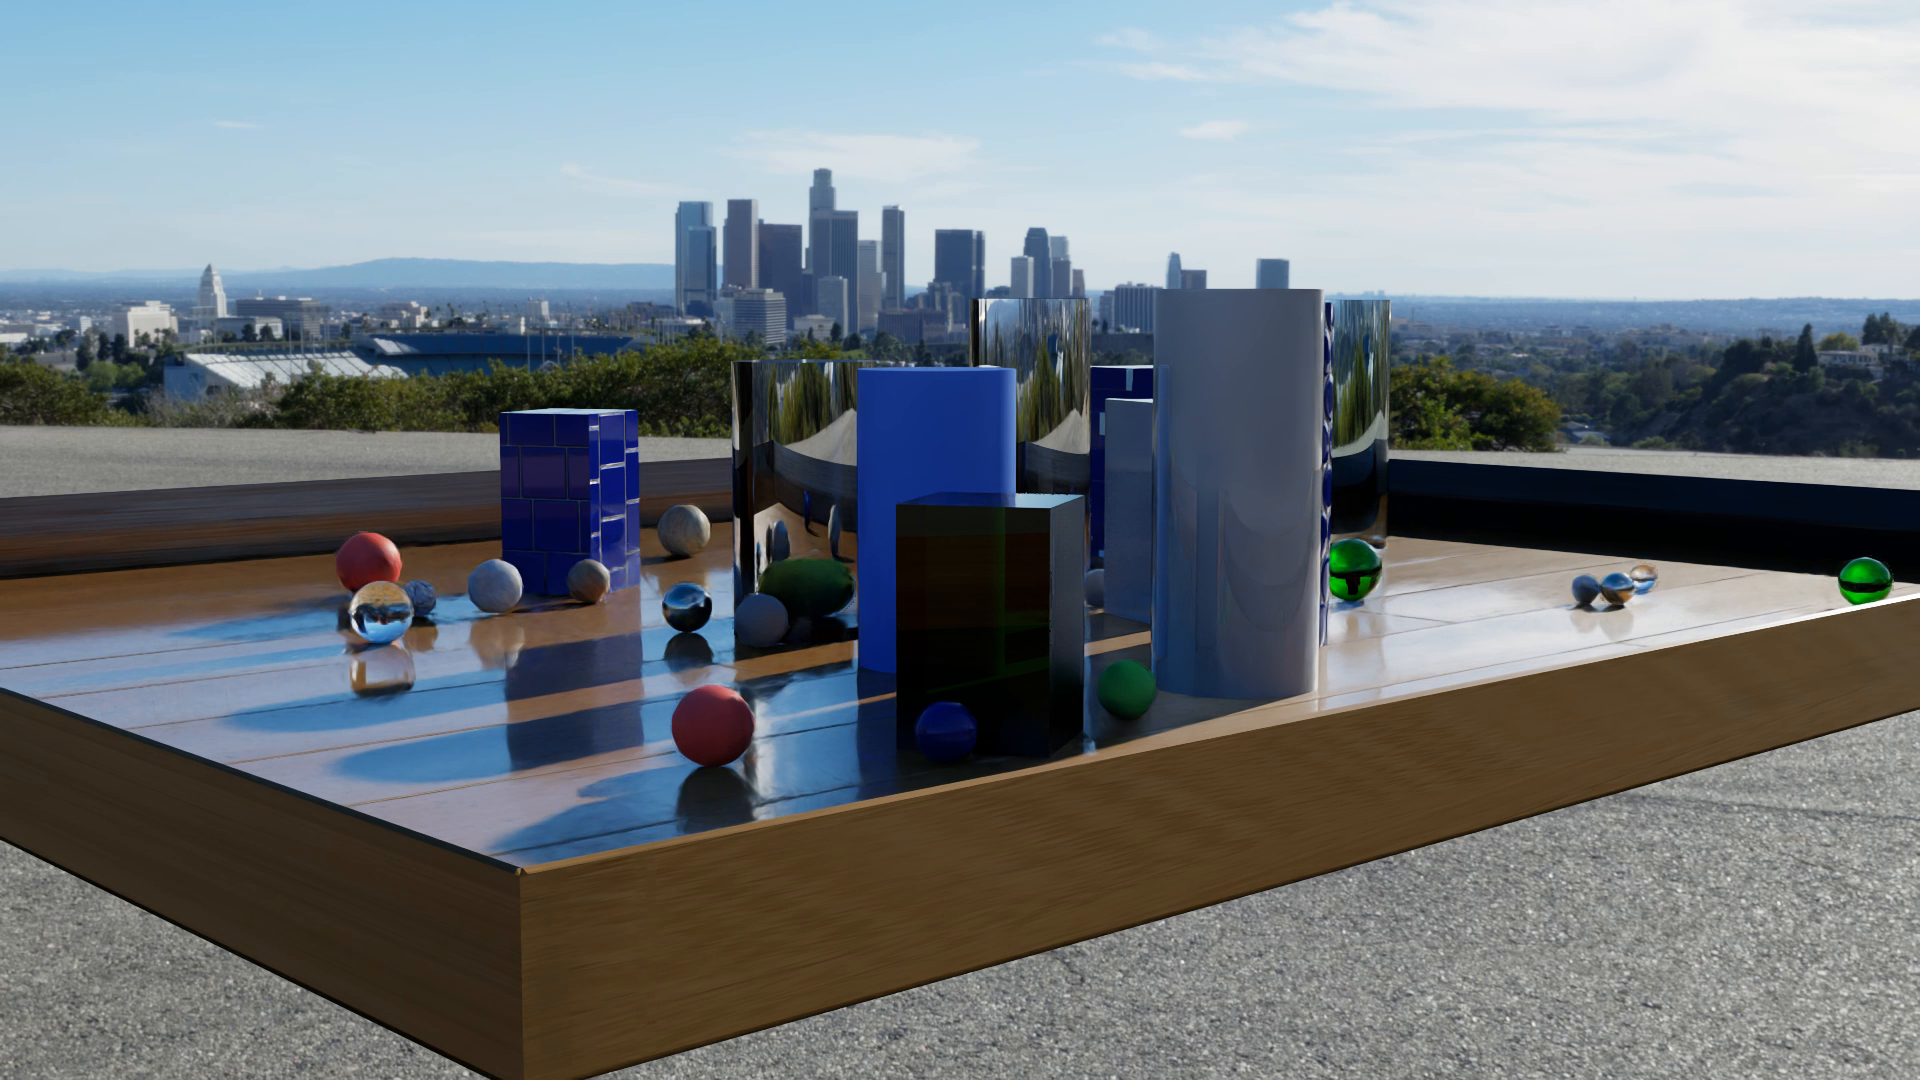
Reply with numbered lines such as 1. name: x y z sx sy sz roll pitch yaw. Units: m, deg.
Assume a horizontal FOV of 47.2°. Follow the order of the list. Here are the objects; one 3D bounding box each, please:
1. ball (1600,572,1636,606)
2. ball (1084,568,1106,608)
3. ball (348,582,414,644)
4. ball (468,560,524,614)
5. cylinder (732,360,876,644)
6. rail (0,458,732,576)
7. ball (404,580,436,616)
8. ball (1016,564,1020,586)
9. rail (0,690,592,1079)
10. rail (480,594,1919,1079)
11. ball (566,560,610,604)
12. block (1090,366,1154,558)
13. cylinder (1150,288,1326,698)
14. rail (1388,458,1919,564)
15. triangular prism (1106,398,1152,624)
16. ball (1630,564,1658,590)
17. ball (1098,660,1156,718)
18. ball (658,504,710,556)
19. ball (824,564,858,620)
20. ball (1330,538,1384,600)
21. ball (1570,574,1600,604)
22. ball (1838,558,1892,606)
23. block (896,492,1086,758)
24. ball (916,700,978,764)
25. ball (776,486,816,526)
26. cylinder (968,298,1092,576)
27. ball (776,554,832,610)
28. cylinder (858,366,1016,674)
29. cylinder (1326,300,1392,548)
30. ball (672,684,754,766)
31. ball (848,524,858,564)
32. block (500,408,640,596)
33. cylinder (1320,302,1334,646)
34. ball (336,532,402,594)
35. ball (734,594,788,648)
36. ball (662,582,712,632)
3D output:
1. ball: 0.999 0.074 3.340 0.051 0.051 0.051 0 6 0
2. ball: 0.211 0.073 3.309 0.059 0.059 0.059 0 6 0
3. ball: -0.777 0.097 2.951 0.084 0.084 0.084 0 6 0
4. ball: -0.685 0.069 3.244 0.081 0.081 0.081 0 6 0
5. cylinder: -0.214 -0.058 3.036 0.200 0.376 0.200 0 6 0
6. rail: -0.916 -0.069 4.319 3.211 0.130 0.045 -5 8 -42
7. ball: -0.792 0.085 3.215 0.054 0.054 0.054 0 6 0
8. ball: 0.068 0.056 3.489 0.056 0.056 0.056 0 6 0
9. rail: -1.162 0.145 2.265 0.045 0.130 2.749 -5 8 -42
10. rail: 0.916 0.137 2.344 3.211 0.130 0.045 -5 8 -42
11. ball: -0.568 0.063 3.364 0.067 0.067 0.067 0 6 0
12. block: 0.332 -0.144 4.011 0.160 0.344 0.160 -3 7 -30
13. cylinder: 0.328 -0.061 2.608 0.200 0.470 0.200 0 6 0
14. rail: 1.162 -0.077 4.399 0.045 0.130 2.749 -5 8 -42
15. triangular prism: 0.276 -0.046 3.207 0.150 0.316 0.173 4 7 36
16. ball: 1.091 0.060 3.513 0.043 0.043 0.043 0 6 0
17. ball: 0.182 0.164 2.410 0.063 0.063 0.063 0 6 0
18. ball: -0.502 -0.018 4.002 0.096 0.096 0.096 0 6 0
19. ball: -0.156 0.075 3.178 0.082 0.082 0.082 0 6 0
20. ball: 0.603 0.046 3.389 0.096 0.096 0.096 0 6 0
21. ball: 0.956 0.075 3.361 0.044 0.044 0.044 0 6 0
22. ball: 1.362 0.064 3.310 0.076 0.076 0.076 0 6 0
23. block: 0.034 0.083 2.283 0.160 0.251 0.160 2 6 16
24. ball: -0.013 0.189 2.173 0.062 0.062 0.062 0 6 0
25. ball: -0.340 -0.069 4.554 0.083 0.083 0.083 0 6 0
26. cylinder: 0.114 -0.160 3.587 0.200 0.465 0.200 0 6 0
27. ball: -0.231 0.062 3.277 0.086 0.086 0.086 0 6 0
28. cylinder: -0.029 -0.029 2.777 0.200 0.372 0.200 0 6 0
29. cylinder: 0.715 -0.222 4.179 0.200 0.466 0.200 0 6 0
30. ball: -0.242 0.182 2.156 0.080 0.080 0.080 0 6 0
31. ball: -0.140 0.007 3.747 0.099 0.099 0.099 0 6 0
32. block: -0.625 -0.064 3.532 0.160 0.285 0.160 2 6 20
33. cylinder: 0.399 -0.090 2.960 0.200 0.456 0.200 0 6 0
34. ball: -0.927 0.038 3.446 0.100 0.100 0.100 0 6 0
35. ball: -0.263 0.107 2.917 0.072 0.072 0.072 0 6 0
36. ball: -0.379 0.094 3.056 0.070 0.070 0.070 0 6 0
